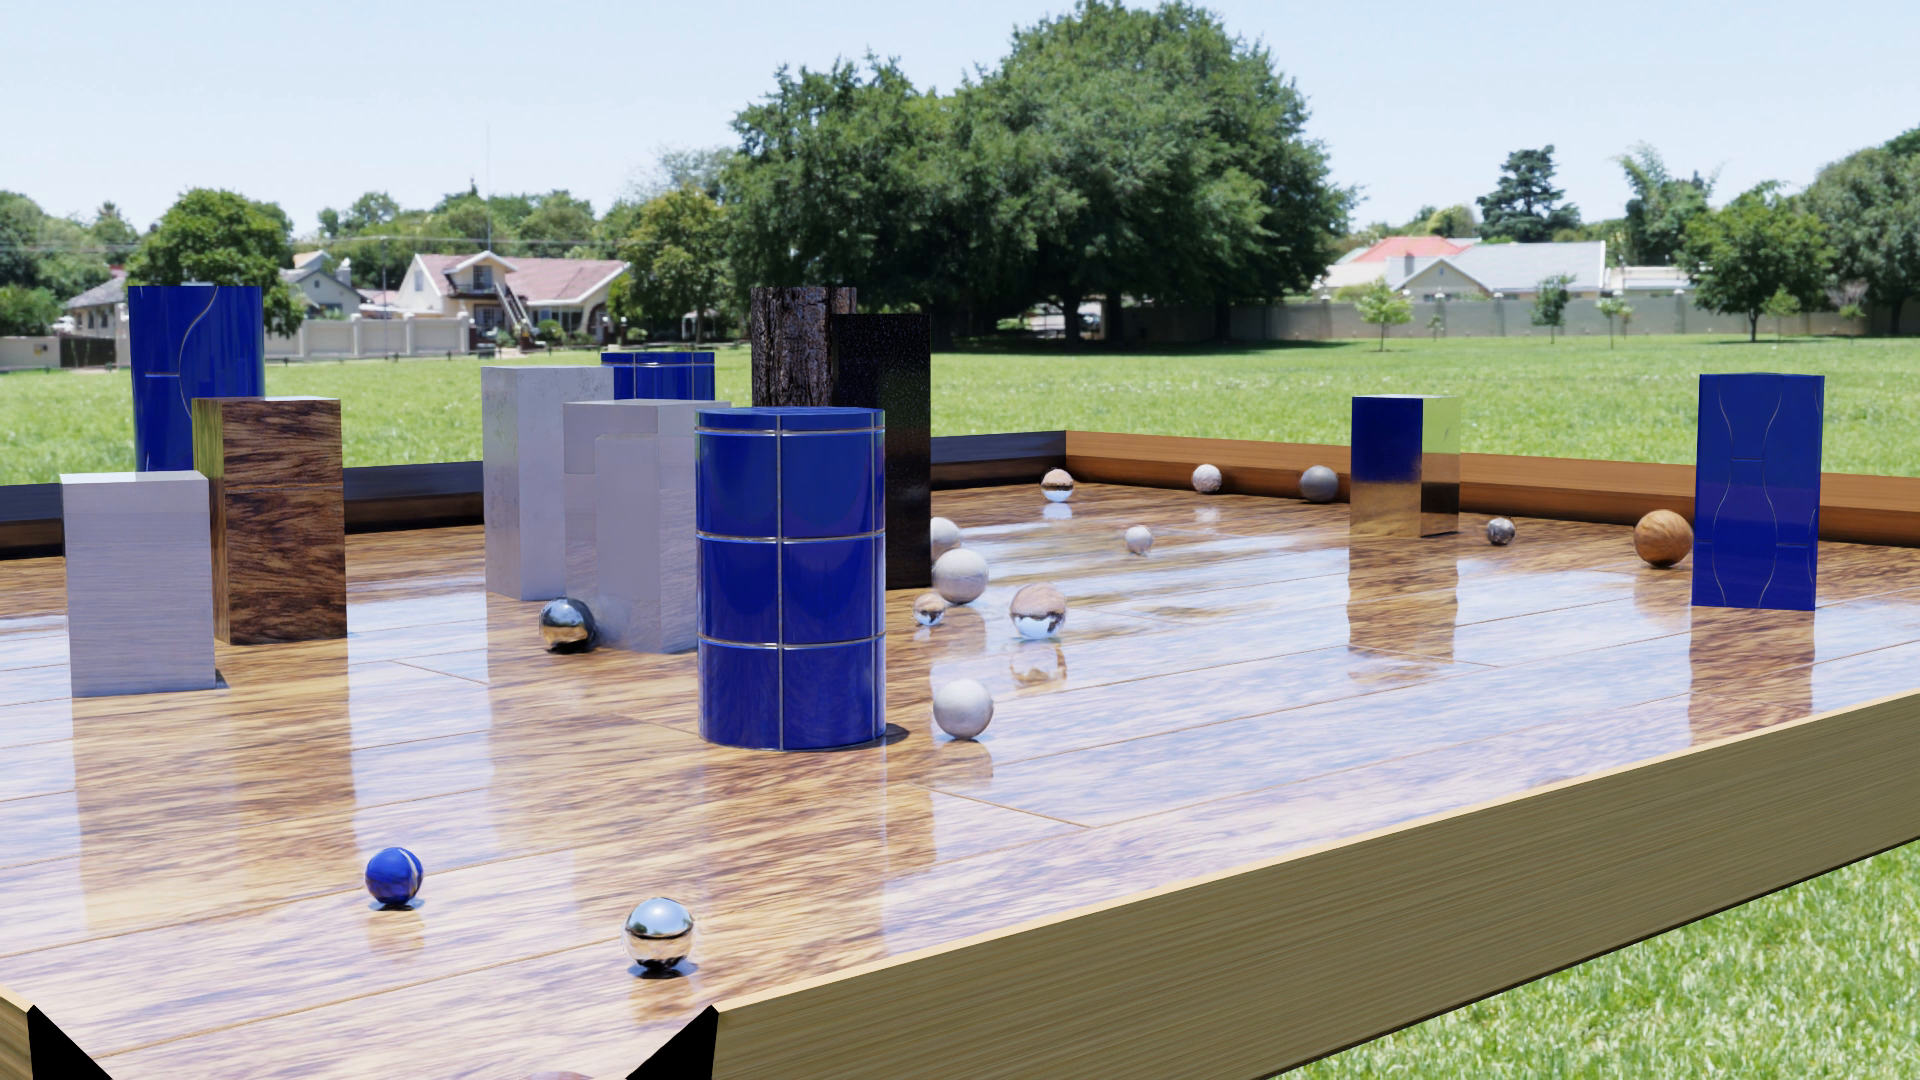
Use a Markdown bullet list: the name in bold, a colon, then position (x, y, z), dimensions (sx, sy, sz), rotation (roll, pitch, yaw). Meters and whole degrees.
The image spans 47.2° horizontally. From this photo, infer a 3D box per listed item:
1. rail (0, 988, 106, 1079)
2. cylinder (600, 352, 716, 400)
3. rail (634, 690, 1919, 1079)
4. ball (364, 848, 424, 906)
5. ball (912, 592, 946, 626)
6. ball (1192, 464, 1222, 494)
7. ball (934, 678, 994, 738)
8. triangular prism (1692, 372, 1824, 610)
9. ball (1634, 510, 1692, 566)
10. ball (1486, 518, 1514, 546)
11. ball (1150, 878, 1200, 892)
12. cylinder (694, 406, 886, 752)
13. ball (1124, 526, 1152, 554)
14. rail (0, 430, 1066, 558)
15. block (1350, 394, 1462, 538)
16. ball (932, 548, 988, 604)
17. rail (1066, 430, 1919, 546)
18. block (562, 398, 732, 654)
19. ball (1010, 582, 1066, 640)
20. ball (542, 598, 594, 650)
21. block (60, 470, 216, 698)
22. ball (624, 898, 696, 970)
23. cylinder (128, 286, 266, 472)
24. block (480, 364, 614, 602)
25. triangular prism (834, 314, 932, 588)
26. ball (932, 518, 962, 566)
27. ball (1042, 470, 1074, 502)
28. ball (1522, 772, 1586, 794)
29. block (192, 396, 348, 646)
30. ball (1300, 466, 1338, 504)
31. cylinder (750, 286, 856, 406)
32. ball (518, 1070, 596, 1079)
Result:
- **rail**: position (-1.377, 0.165, 2.068), dimensions (0.045, 0.129, 3.288), rotation (-5, 8, -42)
- **cylinder**: position (-0.526, -0.142, 3.850), dimensions (0.198, 0.372, 0.198), rotation (0, 6, 0)
- **rail**: position (1.099, 0.157, 2.147), dimensions (3.795, 0.129, 0.045), rotation (-5, 8, -42)
- **ball**: position (-0.425, 0.253, 1.652), dimensions (0.043, 0.043, 0.043), rotation (0, 6, 0)
- **ball**: position (-0.044, 0.098, 3.118), dimensions (0.047, 0.047, 0.047), rotation (0, 6, 0)
- **ball**: position (0.603, -0.148, 5.359), dimensions (0.072, 0.072, 0.072), rotation (0, 6, 0)
- **ball**: position (0.004, 0.175, 2.296), dimensions (0.063, 0.063, 0.063), rotation (0, 6, 0)
- **triangular prism**: position (1.215, -0.079, 3.351), dimensions (0.171, 0.349, 0.148), rotation (2, 6, 20)
- **ball**: position (1.224, -0.003, 3.830), dimensions (0.099, 0.099, 0.099), rotation (0, 6, 0)
- **ball**: position (1.027, -0.016, 4.177), dimensions (0.053, 0.053, 0.053), rotation (0, 6, 0)
- **ball**: position (0.145, 0.257, 1.365), dimensions (0.094, 0.094, 0.094), rotation (0, 6, 0)
- **cylinder**: position (-0.177, 0.035, 2.309), dimensions (0.198, 0.341, 0.198), rotation (0, 6, 0)
- **ball**: position (0.327, 0.001, 4.027), dimensions (0.051, 0.051, 0.051), rotation (0, 6, 0)
- **rail**: position (-1.099, -0.090, 4.516), dimensions (3.795, 0.129, 0.045), rotation (-5, 8, -42)
- **block**: position (0.894, -0.152, 4.414), dimensions (0.158, 0.274, 0.158), rotation (5, 8, 40)
- **ball**: position (0.000, 0.056, 3.339), dimensions (0.085, 0.085, 0.085), rotation (0, 6, 0)
- **rail**: position (1.377, -0.098, 4.596), dimensions (0.045, 0.129, 3.288), rotation (-5, 8, -42)
- **block**: position (-0.416, -0.023, 2.949), dimensions (0.158, 0.323, 0.158), rotation (3, 7, 30)
- **ball**: position (0.106, 0.097, 2.983), dimensions (0.077, 0.077, 0.077), rotation (0, 6, 0)
- **ball**: position (-0.515, 0.111, 2.887), dimensions (0.069, 0.069, 0.069), rotation (0, 6, 0)
- **block**: position (-0.985, 0.048, 2.630), dimensions (0.158, 0.248, 0.158), rotation (-3, 6, -23)
- **ball**: position (-0.204, 0.267, 1.490), dimensions (0.049, 0.049, 0.049), rotation (0, 6, 0)
- **cylinder**: position (-1.184, -0.154, 3.432), dimensions (0.198, 0.482, 0.198), rotation (0, 6, 0)
- **block**: position (-0.649, -0.095, 3.470), dimensions (0.158, 0.357, 0.158), rotation (-4, 7, -32)
- **triangular prism**: position (-0.157, -0.147, 3.576), dimensions (0.171, 0.440, 0.148), rotation (-3, 7, -29)
- **ball**: position (-0.038, 0.004, 3.835), dimensions (0.085, 0.085, 0.085), rotation (0, 6, 0)
- **ball**: position (0.228, -0.127, 5.135), dimensions (0.076, 0.076, 0.076), rotation (0, 6, 0)
- **ball**: position (0.461, 0.225, 1.658), dimensions (0.098, 0.098, 0.098), rotation (0, 6, 0)
- **block**: position (-0.951, -0.032, 3.026), dimensions (0.158, 0.325, 0.158), rotation (-4, 7, -33)
- **ball**: position (0.831, -0.129, 5.094), dimensions (0.088, 0.088, 0.088), rotation (0, 6, 0)
- **cylinder**: position (-0.292, -0.230, 4.138), dimensions (0.198, 0.487, 0.198), rotation (0, 6, 0)
- **ball**: position (-0.193, 0.295, 1.046), dimensions (0.084, 0.084, 0.084), rotation (0, 6, 0)
